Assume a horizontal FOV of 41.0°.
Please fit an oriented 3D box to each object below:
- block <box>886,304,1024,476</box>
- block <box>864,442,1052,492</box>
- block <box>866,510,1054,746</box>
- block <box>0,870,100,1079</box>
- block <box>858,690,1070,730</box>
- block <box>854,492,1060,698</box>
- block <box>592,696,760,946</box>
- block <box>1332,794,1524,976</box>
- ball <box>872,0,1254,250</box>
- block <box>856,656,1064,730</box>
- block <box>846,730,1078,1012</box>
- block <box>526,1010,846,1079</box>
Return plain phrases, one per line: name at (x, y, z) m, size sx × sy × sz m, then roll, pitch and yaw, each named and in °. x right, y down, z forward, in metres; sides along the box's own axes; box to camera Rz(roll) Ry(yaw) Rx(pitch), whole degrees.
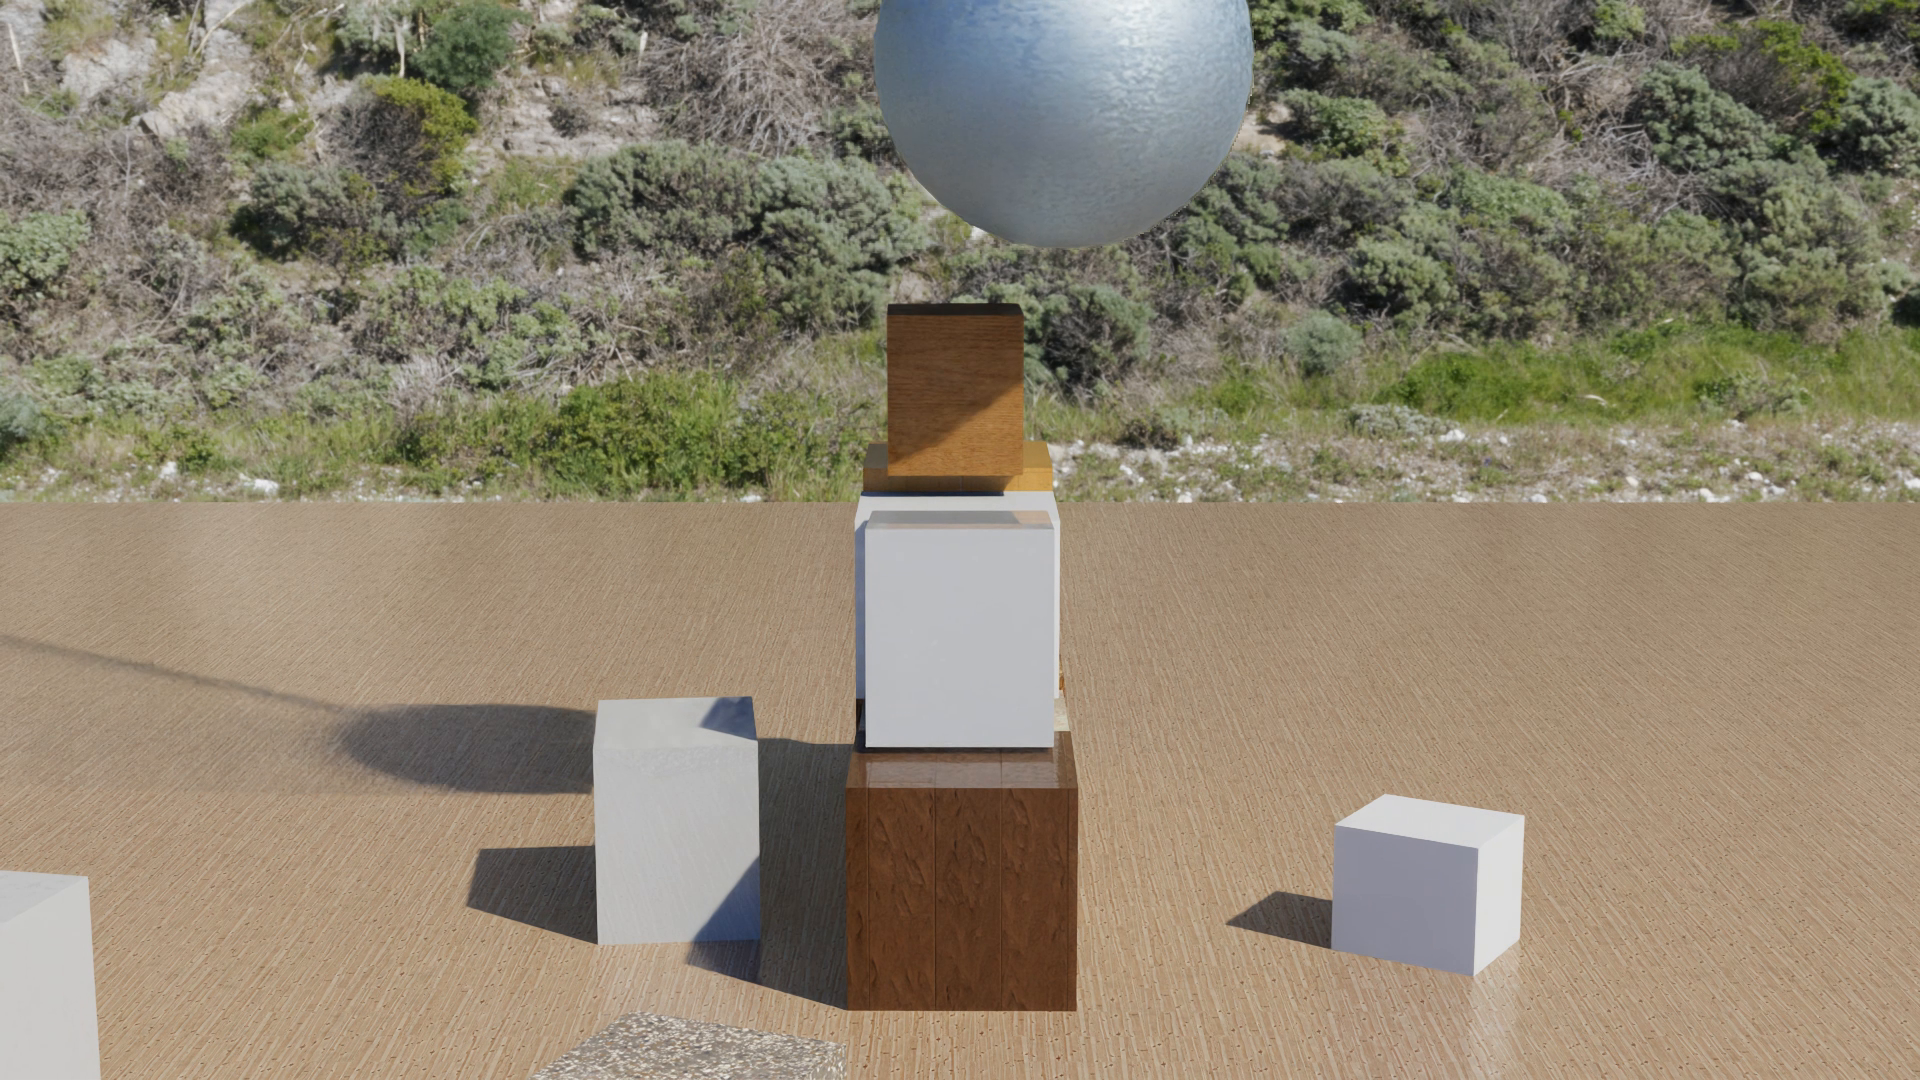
block at (-0.025, -0.684, 11.549) m, size 0.598 × 0.709 × 0.565 m, roll 0°, pitch 10°, yaw -1°
block at (-0.010, 0.030, 12.046) m, size 0.855 × 0.873 × 0.853 m, roll 0°, pitch 10°, yaw 0°
block at (-0.001, 0.343, 10.417) m, size 0.736 × 0.856 × 0.837 m, roll 0°, pitch 6°, yaw 0°
block at (-3.492, 1.597, 8.686) m, size 0.761 × 0.751 × 0.810 m, roll 2°, pitch 11°, yaw 12°
block at (0.017, 1.146, 10.939) m, size 0.871 × 0.832 × 0.857 m, roll 0°, pitch 10°, yaw 0°
block at (-0.012, 0.228, 11.250) m, size 0.864 × 0.768 × 0.783 m, roll 0°, pitch 10°, yaw 0°
block at (-1.193, 1.168, 10.838) m, size 0.662 × 0.824 × 0.829 m, roll -1°, pitch 10°, yaw -6°
block at (1.904, 1.393, 10.436) m, size 0.607 × 0.526 × 0.527 m, roll 6°, pitch 12°, yaw 31°
ball at (0.434, -2.031, 10.811) m, size 1.600 × 1.600 × 1.600 m, roll 0°, pitch 10°, yaw 0°
block at (0.002, 0.961, 11.825) m, size 0.919 × 0.879 × 0.932 m, roll 0°, pitch 10°, yaw 0°
block at (0.011, 1.281, 10.074) m, size 0.870 × 0.876 × 0.849 m, roll 0°, pitch 10°, yaw 0°
block at (-0.822, 1.861, 7.476) m, size 0.730 × 0.663 × 0.760 m, roll 4°, pitch 11°, yaw 22°
